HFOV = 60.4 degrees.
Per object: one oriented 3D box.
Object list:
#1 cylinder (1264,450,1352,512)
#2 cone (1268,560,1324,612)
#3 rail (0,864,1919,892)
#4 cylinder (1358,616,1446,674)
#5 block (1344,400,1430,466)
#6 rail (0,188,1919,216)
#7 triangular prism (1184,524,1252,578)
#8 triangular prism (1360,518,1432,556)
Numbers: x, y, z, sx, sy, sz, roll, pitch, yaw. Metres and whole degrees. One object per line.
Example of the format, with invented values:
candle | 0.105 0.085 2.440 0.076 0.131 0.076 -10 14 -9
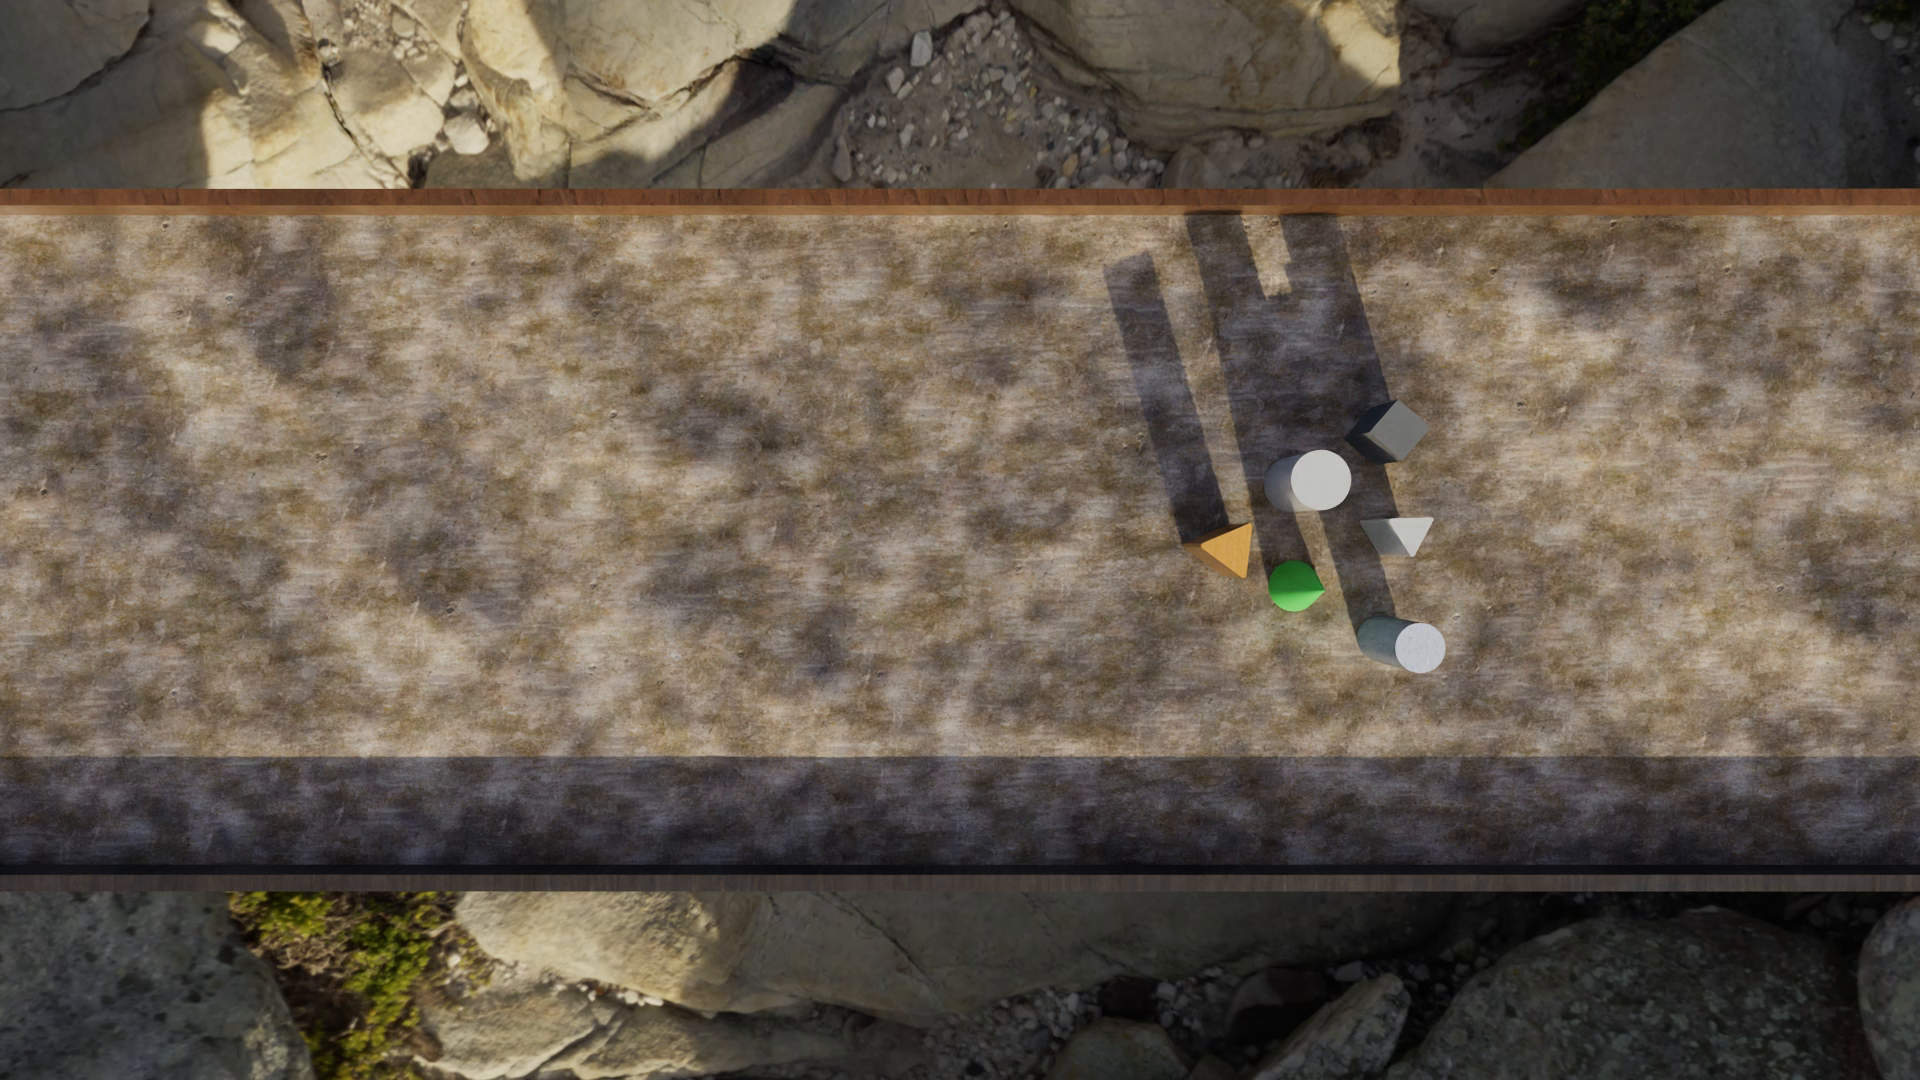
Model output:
cylinder | 1.020 -0.170 4.867 0.170 0.418 0.170 0 90 0
cone | 1.028 0.141 4.859 0.157 0.436 0.157 0 90 0
rail | -2.247 1.025 5.001 12.000 0.150 0.050 0 90 0
cylinder | 1.293 0.303 4.853 0.141 0.446 0.141 0 90 0
block | 1.269 -0.318 4.915 0.126 0.323 0.126 41 90 0
rail | -2.247 -1.025 5.002 12.000 0.150 0.050 0 90 0
triangular prism | 0.789 0.008 4.887 0.156 0.378 0.135 37 90 0
triangular prism | 1.309 -0.034 4.900 0.109 0.354 0.126 -32 90 0
